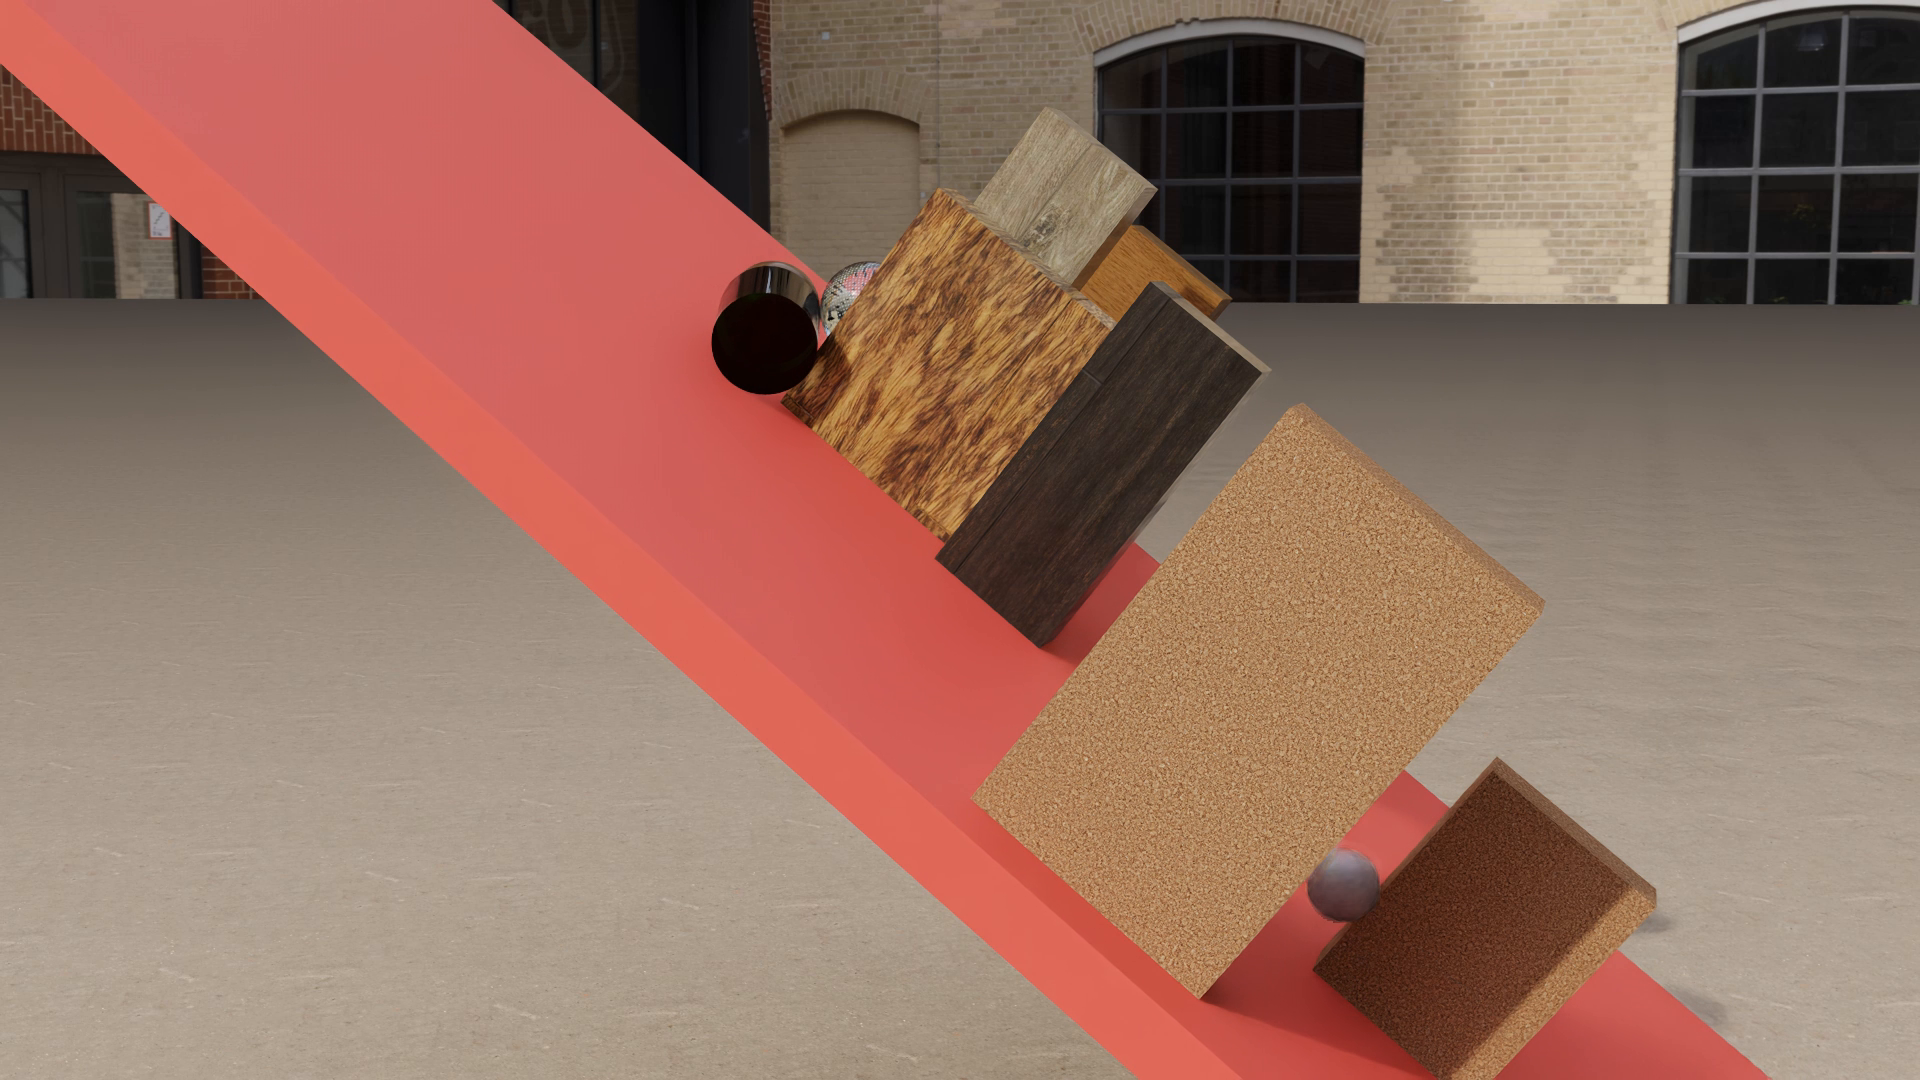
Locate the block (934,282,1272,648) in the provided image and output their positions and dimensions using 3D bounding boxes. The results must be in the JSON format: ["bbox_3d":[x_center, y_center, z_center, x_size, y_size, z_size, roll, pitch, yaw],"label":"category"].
[{"bbox_3d":[0.249,-0.132,3.886,0.249,0.628,0.111,41,16,9],"label":"block"}]

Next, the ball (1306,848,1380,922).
[{"bbox_3d":[0.594,0.534,3.409,0.113,0.113,0.113,0,7,0],"label":"ball"}]

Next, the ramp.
[{"bbox_3d":[-0.024,0.076,4.051,4.000,0.100,2.000,41,16,9],"label":"ramp"}]

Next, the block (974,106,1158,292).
[{"bbox_3d":[0.066,-0.489,4.338,0.251,0.705,0.115,41,16,9],"label":"block"}]

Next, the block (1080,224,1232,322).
[{"bbox_3d":[0.308,-0.380,4.801,0.254,0.573,0.124,41,16,9],"label":"block"}]

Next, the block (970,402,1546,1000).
[{"bbox_3d":[0.405,0.226,3.066,0.427,0.721,0.119,41,16,9],"label":"block"}]

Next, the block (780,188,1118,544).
[{"bbox_3d":[-0.011,-0.316,4.064,0.430,0.502,0.110,41,16,9],"label":"block"}]

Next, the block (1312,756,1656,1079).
[{"bbox_3d":[0.814,0.607,3.424,0.312,0.431,0.104,41,16,9],"label":"block"}]

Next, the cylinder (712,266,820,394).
[{"bbox_3d":[-0.359,-0.391,4.085,0.193,0.193,0.193,0,21,-2],"label":"cylinder"}]

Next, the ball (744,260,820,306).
[{"bbox_3d":[-0.362,-0.450,4.262,0.181,0.181,0.181,0,7,0],"label":"ball"}]

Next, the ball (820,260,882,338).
[{"bbox_3d":[-0.175,-0.443,4.257,0.193,0.193,0.193,0,7,0],"label":"ball"}]
